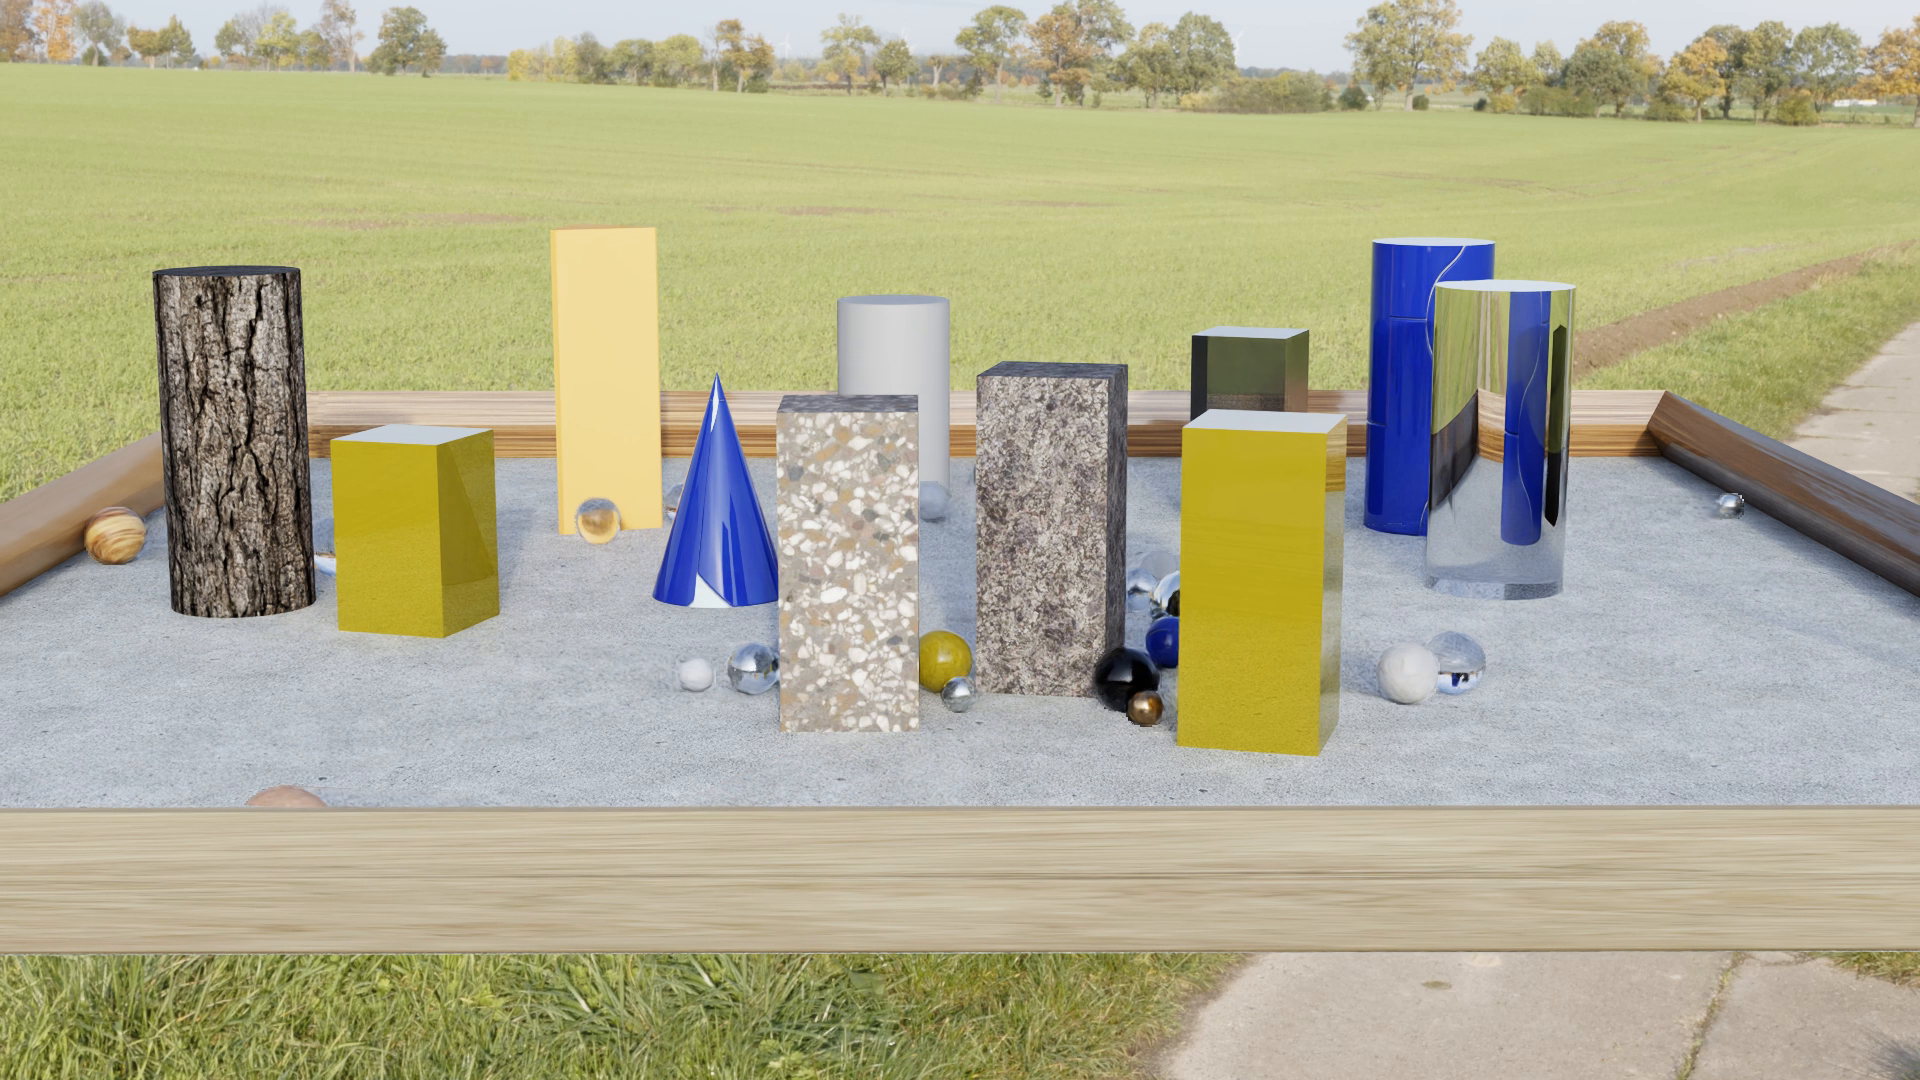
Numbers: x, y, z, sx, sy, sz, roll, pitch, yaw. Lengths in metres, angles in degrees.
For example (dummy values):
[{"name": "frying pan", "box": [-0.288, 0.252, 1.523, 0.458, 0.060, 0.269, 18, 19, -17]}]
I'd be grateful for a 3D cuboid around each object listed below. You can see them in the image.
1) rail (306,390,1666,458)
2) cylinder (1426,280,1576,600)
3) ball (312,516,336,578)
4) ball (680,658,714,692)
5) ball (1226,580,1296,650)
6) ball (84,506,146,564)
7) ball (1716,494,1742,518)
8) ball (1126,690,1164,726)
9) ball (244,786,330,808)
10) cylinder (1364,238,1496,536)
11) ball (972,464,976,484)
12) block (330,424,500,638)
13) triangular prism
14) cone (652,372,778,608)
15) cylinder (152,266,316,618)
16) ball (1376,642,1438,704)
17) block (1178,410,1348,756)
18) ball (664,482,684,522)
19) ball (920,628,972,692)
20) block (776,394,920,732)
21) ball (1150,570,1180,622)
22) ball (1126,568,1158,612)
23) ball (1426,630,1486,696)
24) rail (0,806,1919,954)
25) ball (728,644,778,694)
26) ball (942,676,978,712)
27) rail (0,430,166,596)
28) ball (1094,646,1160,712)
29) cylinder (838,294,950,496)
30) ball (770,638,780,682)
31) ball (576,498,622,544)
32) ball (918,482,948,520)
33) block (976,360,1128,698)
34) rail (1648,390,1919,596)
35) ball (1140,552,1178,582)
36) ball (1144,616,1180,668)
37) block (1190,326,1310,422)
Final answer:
[{"name": "rail", "box": [-0.008, -0.213, 4.762, 2.650, 0.124, 0.045, 0, 11, 0]}, {"name": "cylinder", "box": [0.751, -0.143, 3.574, 0.191, 0.423, 0.191, 0, 11, 0]}, {"name": "ball", "box": [-0.890, 0.009, 3.673, 0.089, 0.089, 0.089, 0, 11, 0]}, {"name": "ball", "box": [-0.308, 0.158, 3.003, 0.041, 0.041, 0.041, 0, 11, 0]}, {"name": "ball", "box": [0.378, 0.094, 3.220, 0.087, 0.087, 0.087, 0, 11, 0]}, {"name": "ball", "box": [-1.241, -0.007, 3.771, 0.085, 0.085, 0.085, 0, 11, 0]}, {"name": "ball", "box": [1.244, -0.054, 4.146, 0.040, 0.040, 0.040, 0, 11, 0]}, {"name": "ball", "box": [0.206, 0.186, 2.855, 0.041, 0.041, 0.041, 0, 11, 0]}, {"name": "ball", "box": [-0.598, 0.266, 2.276, 0.094, 0.094, 0.094, 0, 11, 0]}, {"name": "cylinder", "box": [0.739, -0.244, 4.046, 0.191, 0.451, 0.191, 0, 11, 0]}, {"name": "ball", "box": [0.062, -0.113, 4.354, 0.079, 0.079, 0.079, 0, 11, 0]}, {"name": "block", "box": [-0.711, -0.014, 3.358, 0.152, 0.250, 0.152, 3, 11, 17]}, {"name": "triangular prism", "box": [-0.577, -0.260, 4.065, 0.165, 0.473, 0.143, -5, 11, -23]}, {"name": "cone", "box": [-0.332, -0.078, 3.536, 0.191, 0.311, 0.191, 0, 11, 0]}, {"name": "cylinder", "box": [-0.977, -0.136, 3.459, 0.191, 0.453, 0.191, 0, 11, 0]}, {"name": "ball", "box": [0.514, 0.153, 2.950, 0.071, 0.071, 0.071, 0, 11, 0]}, {"name": "block", "box": [0.329, 0.043, 2.788, 0.152, 0.347, 0.152, 3, 11, 16]}, {"name": "ball", "box": [-0.439, -0.057, 4.087, 0.068, 0.068, 0.068, 0, 11, 0]}, {"name": "ball", "box": [-0.023, 0.141, 3.000, 0.075, 0.075, 0.075, 0, 11, 0]}, {"name": "block", "box": [-0.123, 0.023, 2.870, 0.152, 0.355, 0.152, 0, 11, -1]}, {"name": "ball", "box": [0.288, 0.085, 3.248, 0.095, 0.095, 0.095, 0, 11, 0]}, {"name": "ball", "box": [0.238, 0.067, 3.441, 0.060, 0.060, 0.060, 0, 11, 0]}, {"name": "ball", "box": [0.575, 0.143, 2.990, 0.075, 0.075, 0.075, 0, 11, 0]}, {"name": "rail", "box": [0.008, 0.276, 2.137, 2.650, 0.124, 0.045, 0, 11, 0]}, {"name": "ball", "box": [-0.241, 0.150, 2.994, 0.060, 0.060, 0.060, 0, 11, 0]}, {"name": "ball", "box": [0.001, 0.174, 2.915, 0.041, 0.041, 0.041, 0, 11, 0]}, {"name": "rail", "box": [-1.301, 0.033, 3.442, 0.045, 0.124, 2.718, 0, 11, 0]}, {"name": "ball", "box": [0.189, 0.158, 2.910, 0.075, 0.075, 0.075, 0, 11, 0]}, {"name": "cylinder", "box": [-0.112, -0.243, 4.363, 0.191, 0.332, 0.191, 0, 11, 0]}, {"name": "ball", "box": [-0.197, 0.141, 3.036, 0.062, 0.062, 0.062, 0, 11, 0]}, {"name": "ball", "box": [-0.554, -0.030, 3.931, 0.070, 0.070, 0.070, 0, 11, 0]}, {"name": "ball", "box": [-0.050, -0.062, 4.131, 0.061, 0.061, 0.061, 0, 11, 0]}, {"name": "block", "box": [0.109, -0.016, 3.030, 0.152, 0.373, 0.152, 2, 11, 12]}, {"name": "rail", "box": [1.301, 0.030, 3.457, 0.045, 0.124, 2.718, 0, 11, 0]}, {"name": "ball", "box": [0.277, 0.045, 3.571, 0.056, 0.056, 0.056, 0, 11, 0]}, {"name": "ball", "box": [0.257, 0.124, 3.125, 0.063, 0.063, 0.063, 0, 11, 0]}, {"name": "block", "box": [0.464, -0.183, 4.120, 0.152, 0.302, 0.152, 4, 11, 21]}]
